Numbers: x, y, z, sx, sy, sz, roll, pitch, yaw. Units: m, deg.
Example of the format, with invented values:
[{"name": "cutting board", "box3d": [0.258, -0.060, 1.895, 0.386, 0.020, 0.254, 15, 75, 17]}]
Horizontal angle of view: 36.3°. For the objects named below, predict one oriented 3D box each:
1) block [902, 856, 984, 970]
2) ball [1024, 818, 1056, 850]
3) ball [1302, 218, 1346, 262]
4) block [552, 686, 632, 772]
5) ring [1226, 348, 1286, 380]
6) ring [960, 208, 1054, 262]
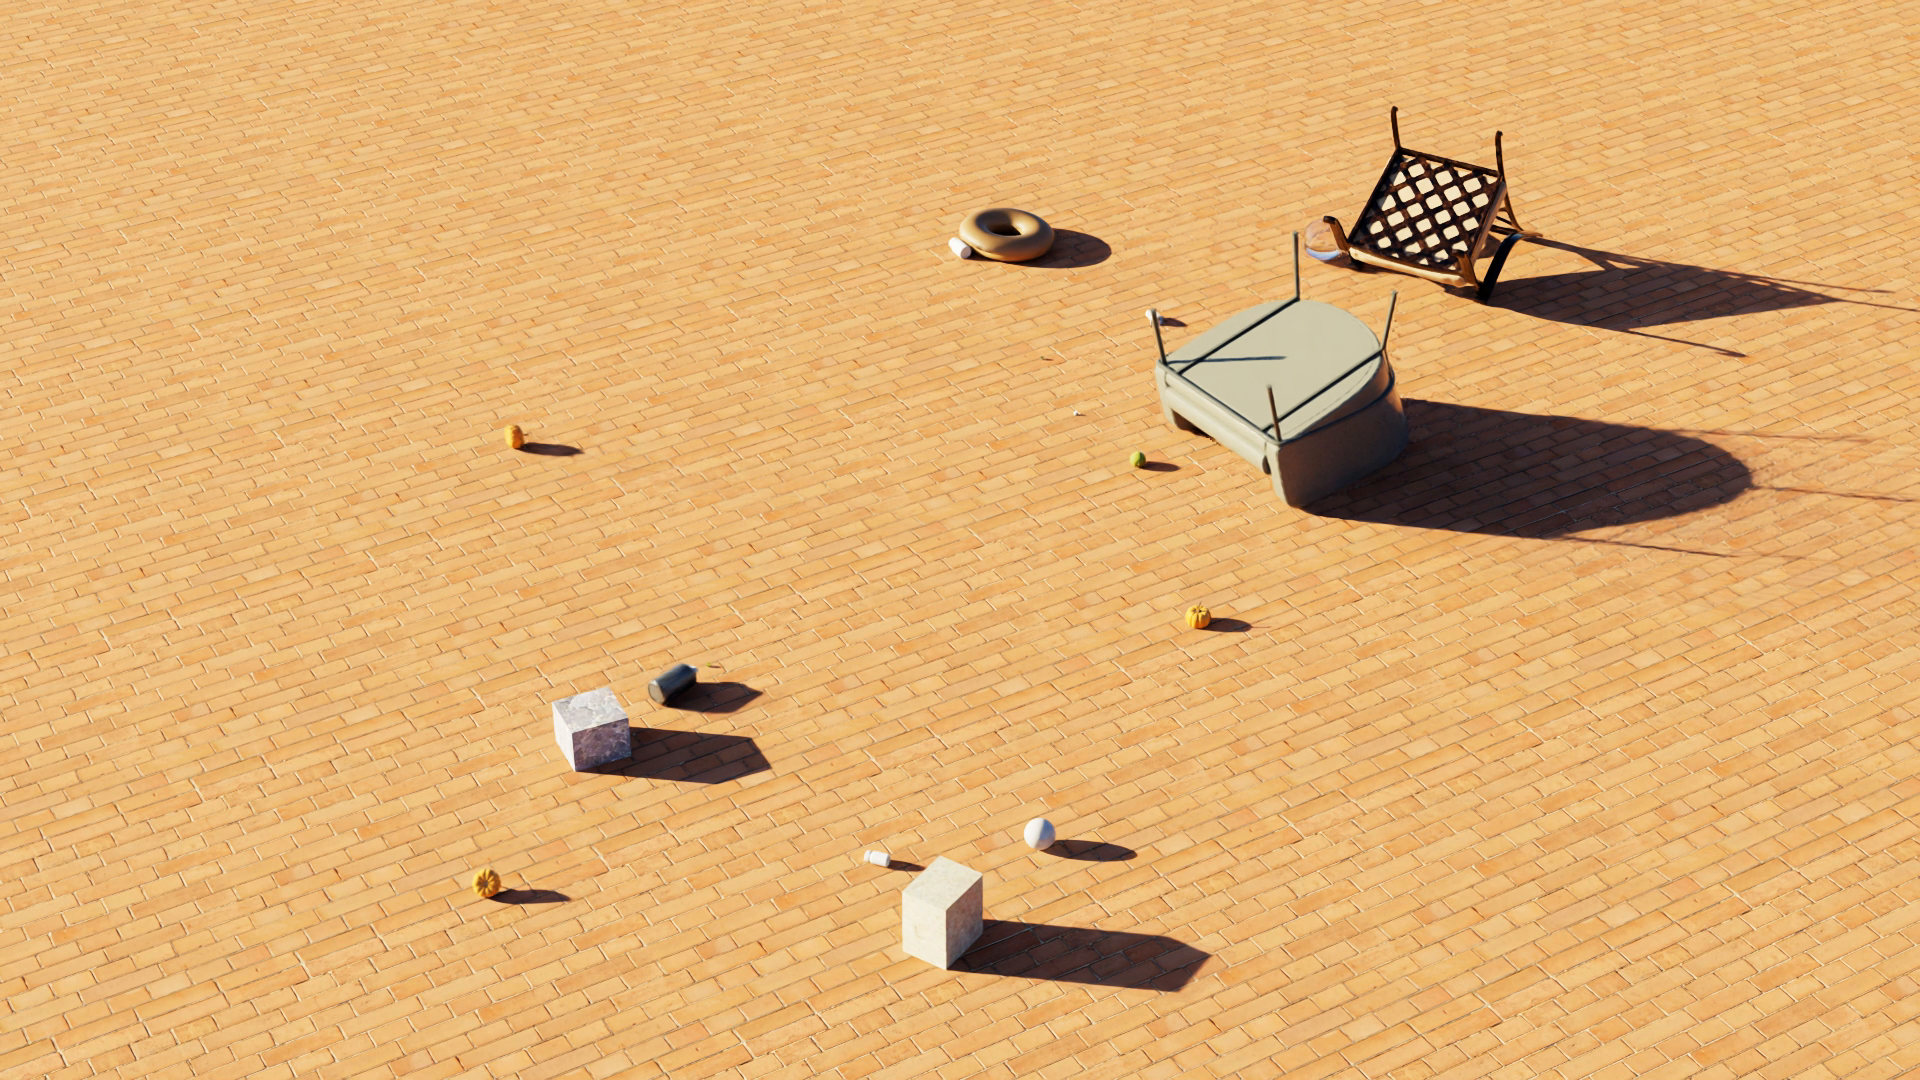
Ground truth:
[{"name": "block", "box3d": [-0.052, 1.143, 8.993, 0.159, 0.238, 0.206, 20, 38, 28]}, {"name": "ball", "box3d": [0.257, 0.944, 9.418, 0.103, 0.103, 0.103, 0, 33, 0]}, {"name": "ball", "box3d": [1.583, -1.307, 12.759, 0.186, 0.186, 0.186, 0, 33, 0]}, {"name": "block", "box3d": [-1.235, 0.634, 9.835, 0.200, 0.162, 0.193, -15, 36, -21]}, {"name": "ring", "box3d": [1.207, -0.717, 11.954, 0.249, 0.088, 0.161, 12, 37, 18]}, {"name": "ring", "box3d": [0.206, -1.343, 12.889, 0.441, 0.105, 0.373, 21, 40, 27]}]
